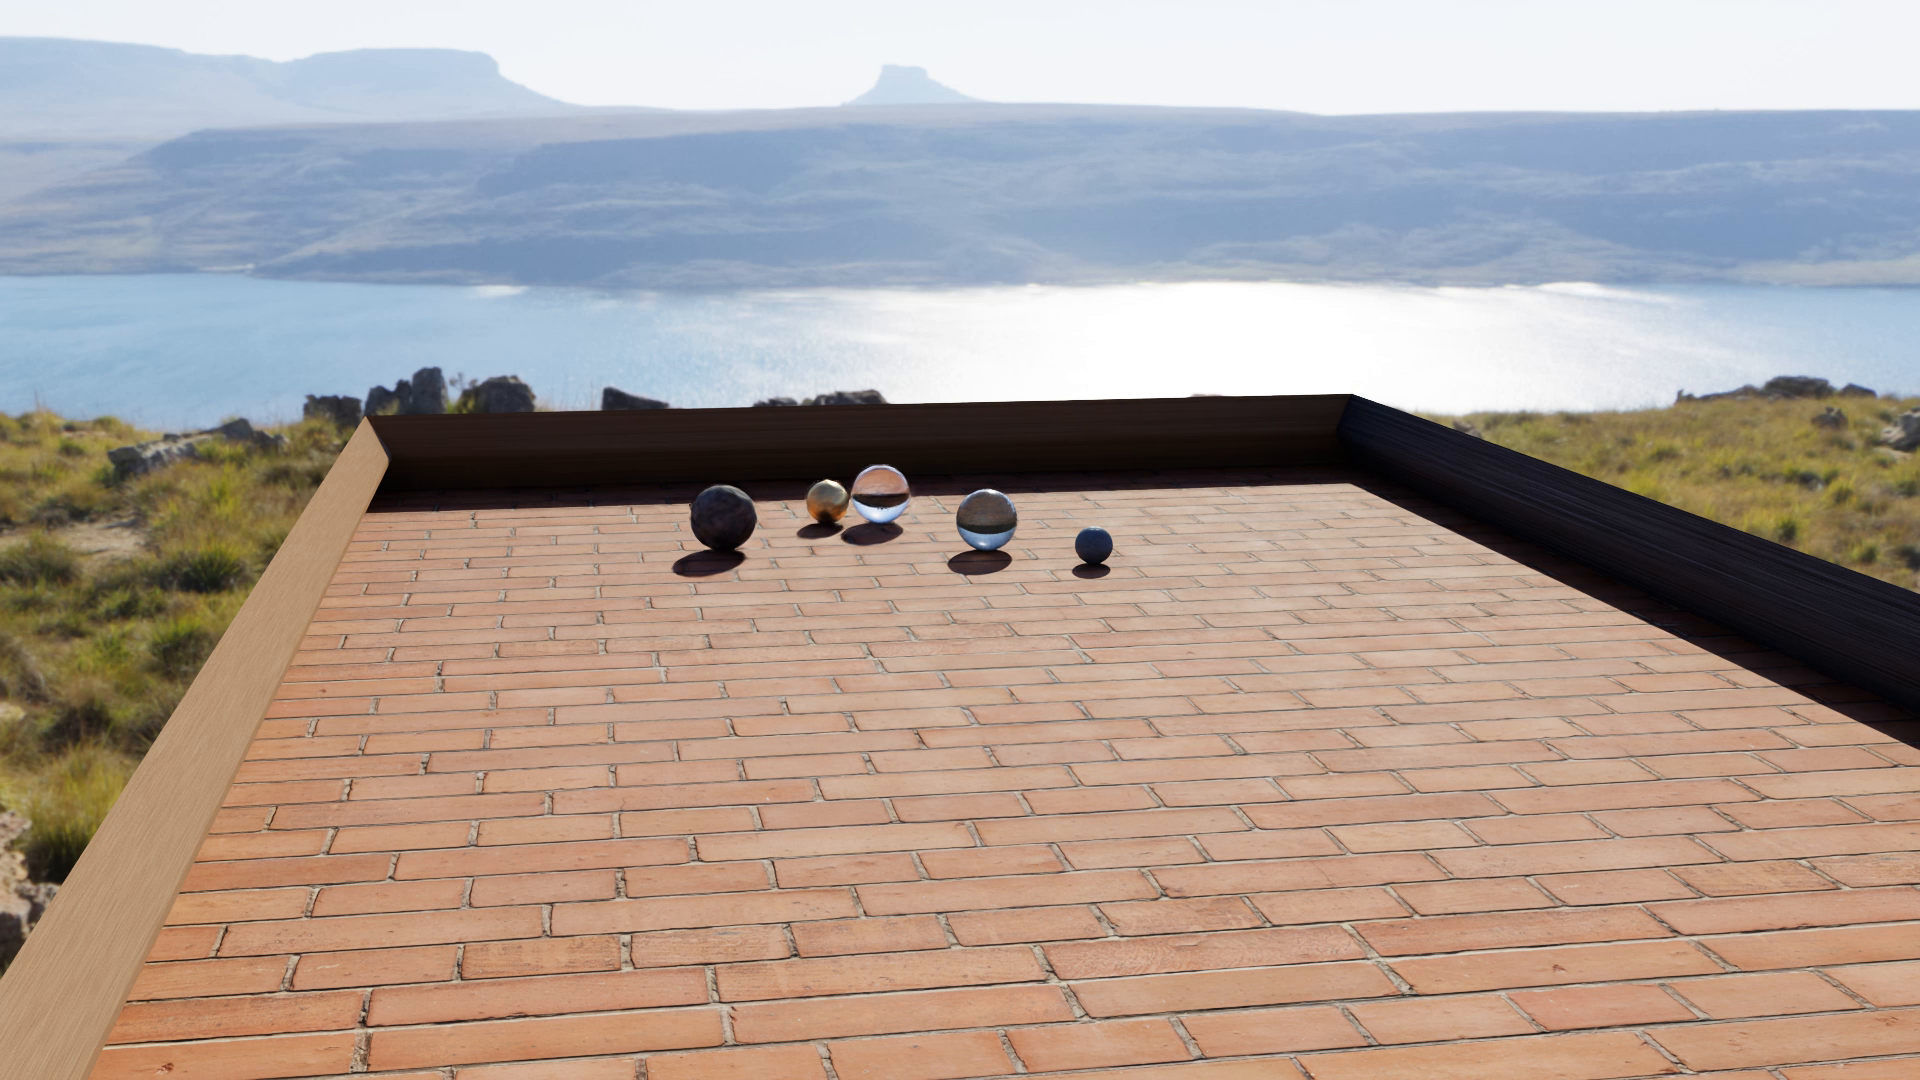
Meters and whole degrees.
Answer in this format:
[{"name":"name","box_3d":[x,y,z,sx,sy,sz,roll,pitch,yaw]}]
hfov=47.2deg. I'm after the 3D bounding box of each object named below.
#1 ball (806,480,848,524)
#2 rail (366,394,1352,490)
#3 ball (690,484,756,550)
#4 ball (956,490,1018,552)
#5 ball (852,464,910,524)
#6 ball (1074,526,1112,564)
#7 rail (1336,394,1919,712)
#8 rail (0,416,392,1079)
[{"name":"ball","box_3d":[-0.208,-0.060,3.445,0.067,0.067,0.067,0,11,0]},{"name":"rail","box_3d":[-0.142,-0.173,3.870,1.758,0.126,0.045,-2,11,-10]},{"name":"ball","box_3d":[-0.348,-0.033,3.228,0.097,0.097,0.097,0,11,0]},{"name":"ball","box_3d":[0.039,-0.029,3.226,0.091,0.091,0.091,0,11,0]},{"name":"ball","box_3d":[-0.124,-0.072,3.442,0.092,0.092,0.092,0,11,0]},{"name":"ball","box_3d":[0.191,0.007,3.135,0.054,0.054,0.054,0,11,0]},{"name":"rail","box_3d":[0.988,0.105,2.435,0.045,0.126,3.321,-2,11,-10]},{"name":"rail","box_3d":[-0.696,0.162,2.141,0.045,0.126,3.321,-2,11,-10]}]
